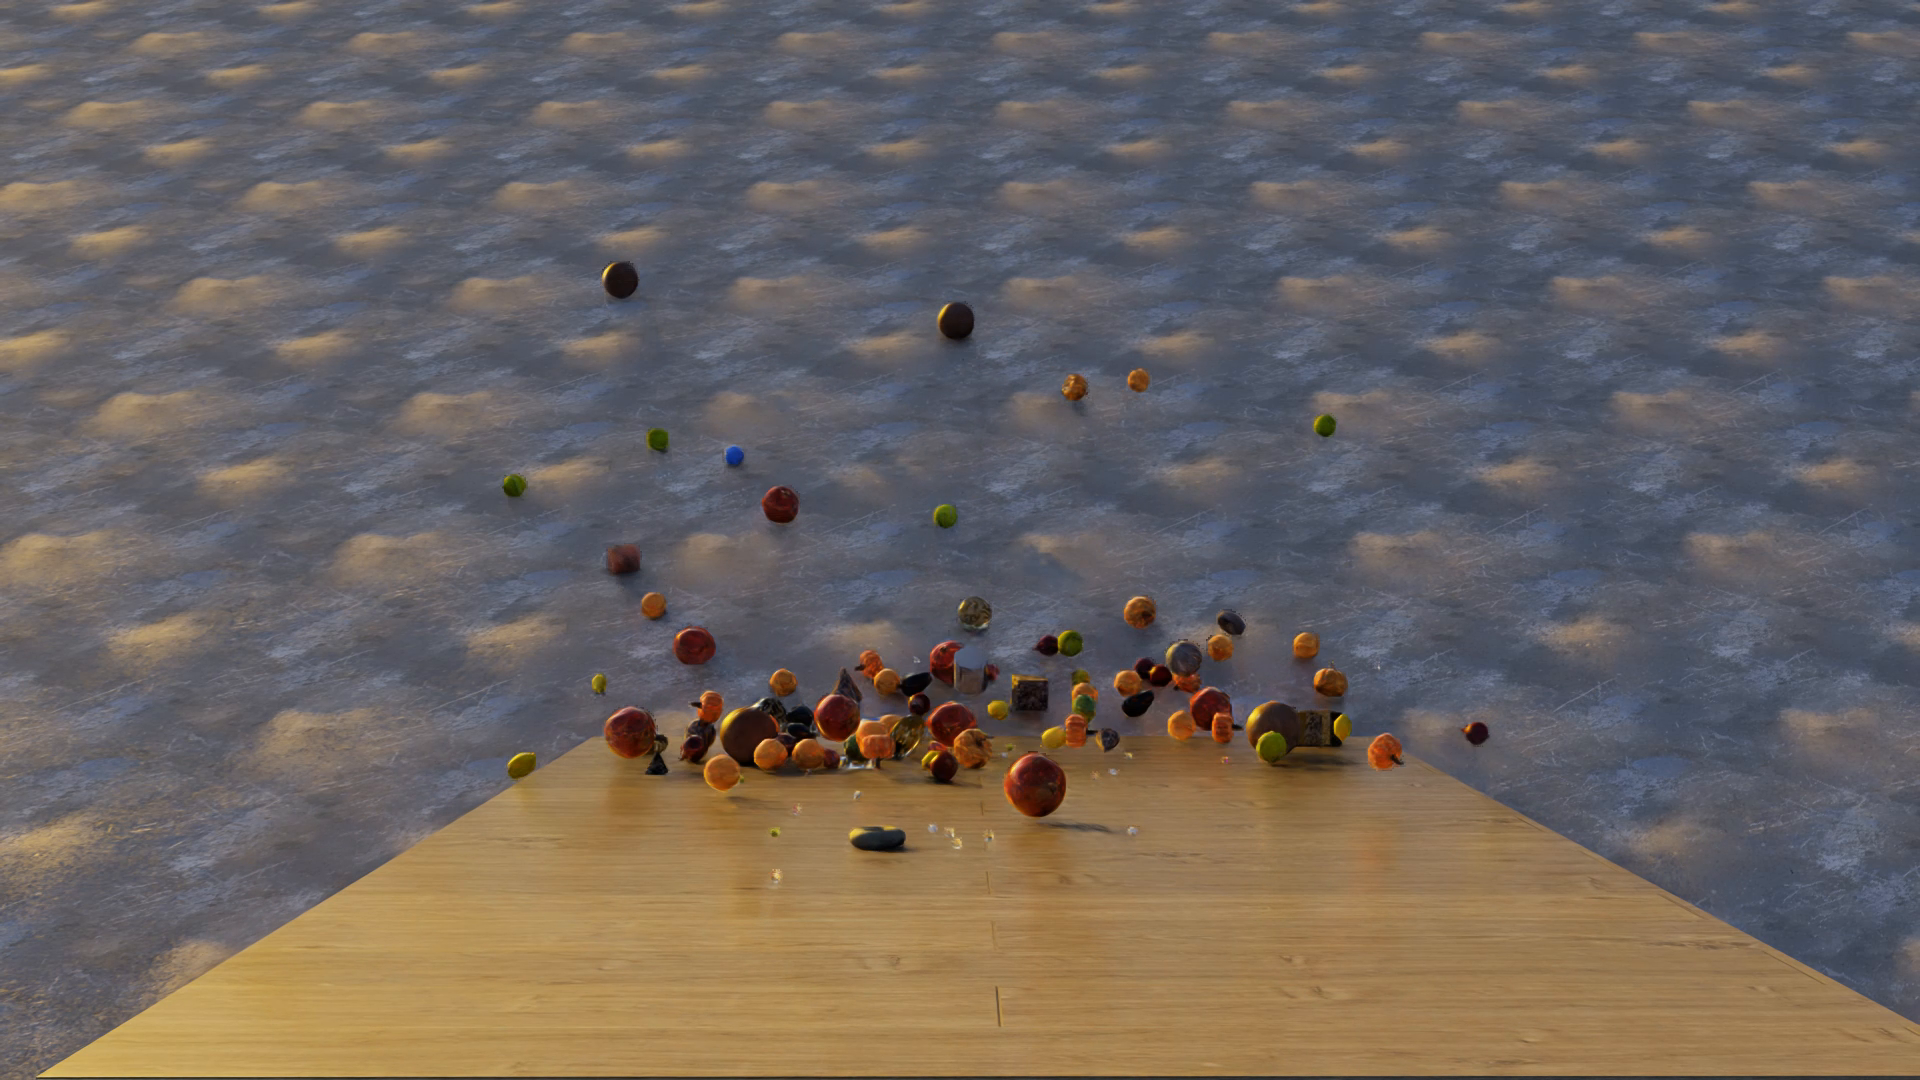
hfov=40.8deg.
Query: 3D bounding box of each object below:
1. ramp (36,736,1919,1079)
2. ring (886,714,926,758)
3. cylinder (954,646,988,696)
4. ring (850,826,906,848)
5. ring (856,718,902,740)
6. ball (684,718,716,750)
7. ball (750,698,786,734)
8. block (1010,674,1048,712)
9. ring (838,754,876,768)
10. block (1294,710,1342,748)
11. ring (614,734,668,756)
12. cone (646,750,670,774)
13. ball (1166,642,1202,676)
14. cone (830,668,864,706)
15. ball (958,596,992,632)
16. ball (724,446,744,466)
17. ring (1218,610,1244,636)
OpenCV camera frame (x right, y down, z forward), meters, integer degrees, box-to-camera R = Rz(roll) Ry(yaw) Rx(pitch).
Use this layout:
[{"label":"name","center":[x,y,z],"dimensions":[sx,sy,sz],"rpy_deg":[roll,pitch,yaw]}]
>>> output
[{"label":"ramp","center":[0.064,0.572,4.614],"dimensions":[2.000,0.100,4.000],"rpy_deg":[0,1,0]},{"label":"ring","center":[-0.127,0.456,6.009],"dimensions":[0.039,0.118,0.118],"rpy_deg":[35,42,24]},{"label":"cylinder","center":[0.029,0.344,6.787],"dimensions":[0.090,0.090,0.090],"rpy_deg":[0,36,0]},{"label":"ring","center":[-0.141,0.508,4.421],"dimensions":[0.097,0.032,0.097],"rpy_deg":[-1,1,0]},{"label":"ring","center":[-0.193,0.479,6.555],"dimensions":[0.145,0.048,0.145],"rpy_deg":[-1,2,0]},{"label":"ball","center":[-0.626,0.468,6.219],"dimensions":[0.077,0.077,0.077],"rpy_deg":[0,28,0]},{"label":"ball","center":[-0.499,0.457,6.724],"dimensions":[0.093,0.093,0.093],"rpy_deg":[0,28,0]},{"label":"block","center":[0.185,0.406,6.858],"dimensions":[0.082,0.082,0.082],"rpy_deg":[2,7,-10]},{"label":"ring","center":[-0.231,0.497,5.808],"dimensions":[0.083,0.028,0.083],"rpy_deg":[1,-1,0]},{"label":"block","center":[0.877,0.463,6.339],"dimensions":[0.082,0.082,0.082],"rpy_deg":[1,1,44]},{"label":"ring","center":[-0.759,0.485,6.137],"dimensions":[0.131,0.044,0.131],"rpy_deg":[-4,1,0]},{"label":"cone","center":[-0.665,0.485,5.676],"dimensions":[0.053,0.053,0.053],"rpy_deg":[0,1,0]},{"label":"ball","center":[0.555,0.296,6.416],"dimensions":[0.088,0.088,0.088],"rpy_deg":[0,28,0]},{"label":"cone","center":[-0.307,0.382,6.911],"dimensions":[0.092,0.092,0.092],"rpy_deg":[-3,18,1]},{"label":"ball","center":[0.041,0.207,7.246],"dimensions":[0.096,0.096,0.096],"rpy_deg":[0,28,0]},{"label":"ball","center":[-0.715,-0.268,8.164],"dimensions":[0.062,0.062,0.062],"rpy_deg":[0,28,0]},{"label":"ring","center":[0.757,0.232,7.214],"dimensions":[0.086,0.086,0.029],"rpy_deg":[20,58,32]}]
